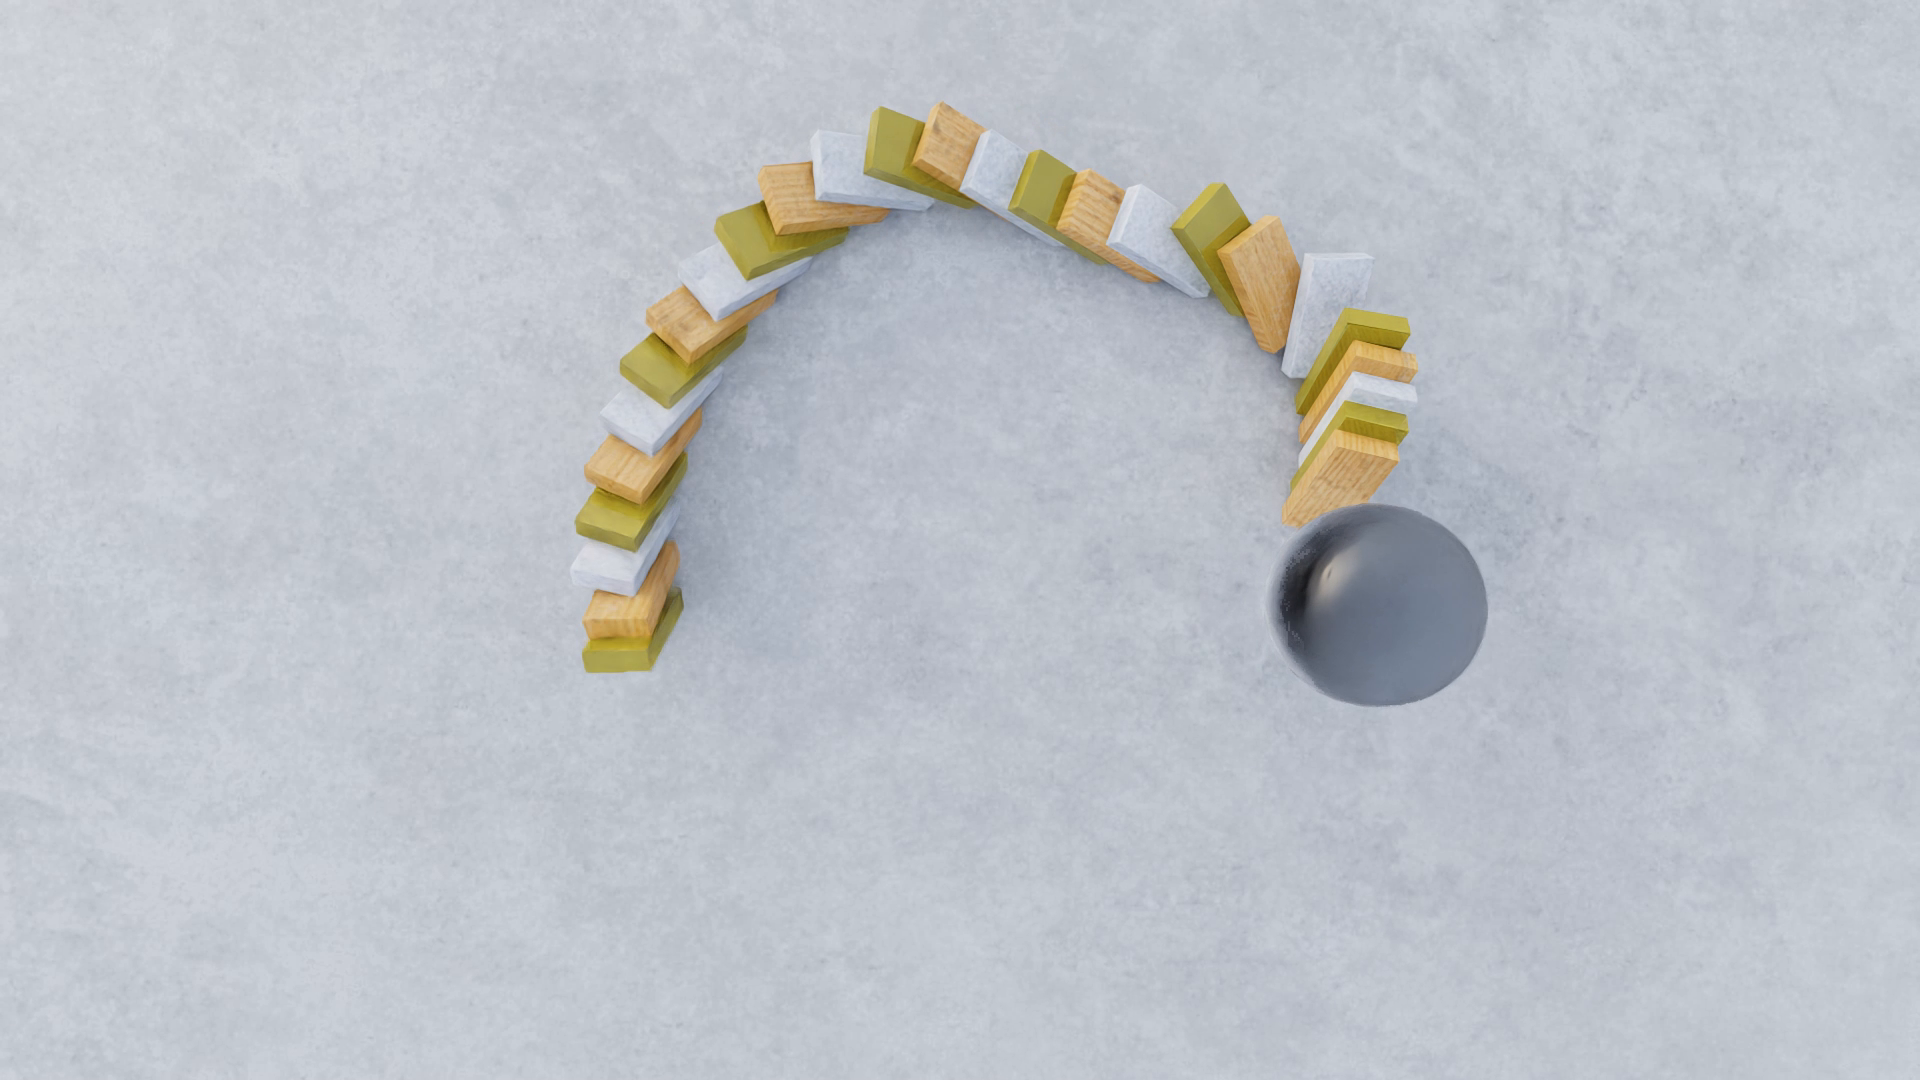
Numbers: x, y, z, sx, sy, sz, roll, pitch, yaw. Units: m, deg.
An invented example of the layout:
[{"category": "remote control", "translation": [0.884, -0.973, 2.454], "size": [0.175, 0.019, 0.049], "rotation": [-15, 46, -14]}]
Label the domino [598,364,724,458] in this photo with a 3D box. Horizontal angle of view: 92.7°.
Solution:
[{"category": "domino", "translation": [-0.124, -0.060, 0.383], "size": [0.025, 0.009, 0.050], "rotation": [30, 58, 0]}]

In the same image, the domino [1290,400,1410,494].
[{"category": "domino", "translation": [0.159, -0.034, 0.377], "size": [0.025, 0.050, 0.010], "rotation": [13, 53, 0]}]

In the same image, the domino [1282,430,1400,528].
[{"category": "domino", "translation": [0.155, -0.022, 0.377], "size": [0.025, 0.050, 0.010], "rotation": [13, 53, 0]}]

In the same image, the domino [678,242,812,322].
[{"category": "domino", "translation": [-0.090, -0.115, 0.384], "size": [0.050, 0.009, 0.025], "rotation": [-40, 90, -29]}]

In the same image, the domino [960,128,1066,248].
[{"category": "domino", "translation": [0.027, -0.146, 0.384], "size": [0.050, 0.009, 0.025], "rotation": [21, 90, -28]}]

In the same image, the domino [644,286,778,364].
[{"category": "domino", "translation": [-0.103, -0.098, 0.384], "size": [0.025, 0.010, 0.050], "rotation": [43, 60, 0]}]

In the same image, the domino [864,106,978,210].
[{"category": "domino", "translation": [-0.014, -0.159, 0.384], "size": [0.050, 0.010, 0.025], "rotation": [8, 89, -28]}]

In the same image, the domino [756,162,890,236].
[{"category": "domino", "translation": [-0.057, -0.144, 0.384], "size": [0.050, 0.009, 0.025], "rotation": [-19, 90, -30]}]

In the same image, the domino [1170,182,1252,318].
[{"category": "domino", "translation": [0.112, -0.121, 0.383], "size": [0.025, 0.009, 0.050], "rotation": [-48, 119, -1]}]

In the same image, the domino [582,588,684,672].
[{"category": "domino", "translation": [-0.133, 0.036, 0.375], "size": [0.025, 0.050, 0.009], "rotation": [-2, 116, 0]}]

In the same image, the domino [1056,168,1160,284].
[{"category": "domino", "translation": [0.067, -0.131, 0.385], "size": [0.050, 0.010, 0.025], "rotation": [21, 90, -27]}]

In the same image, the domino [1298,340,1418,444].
[{"category": "domino", "translation": [0.163, -0.057, 0.377], "size": [0.025, 0.050, 0.009], "rotation": [13, 53, 0]}]

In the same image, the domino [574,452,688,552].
[{"category": "domino", "translation": [-0.135, -0.020, 0.381], "size": [0.025, 0.010, 0.050], "rotation": [18, 51, 0]}]

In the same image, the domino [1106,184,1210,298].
[{"category": "domino", "translation": [0.087, -0.125, 0.385], "size": [0.050, 0.010, 0.025], "rotation": [21, 90, -27]}]

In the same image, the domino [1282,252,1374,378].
[{"category": "domino", "translation": [0.153, -0.093, 0.382], "size": [0.025, 0.010, 0.050], "rotation": [-2, 121, -5]}]

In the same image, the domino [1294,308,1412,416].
[{"category": "domino", "translation": [0.160, -0.071, 0.377], "size": [0.025, 0.050, 0.010], "rotation": [10, 53, 0]}]

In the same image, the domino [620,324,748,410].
[{"category": "domino", "translation": [-0.115, -0.080, 0.383], "size": [0.025, 0.009, 0.050], "rotation": [37, 59, 0]}]

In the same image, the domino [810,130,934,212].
[{"category": "domino", "translation": [-0.036, -0.154, 0.384], "size": [0.050, 0.009, 0.025], "rotation": [-6, 90, -29]}]

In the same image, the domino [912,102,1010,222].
[{"category": "domino", "translation": [0.007, -0.158, 0.384], "size": [0.050, 0.010, 0.025], "rotation": [20, 87, -28]}]

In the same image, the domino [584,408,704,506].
[{"category": "domino", "translation": [-0.131, -0.040, 0.382], "size": [0.025, 0.010, 0.050], "rotation": [24, 55, 0]}]

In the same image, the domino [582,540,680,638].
[{"category": "domino", "translation": [-0.134, 0.019, 0.377], "size": [0.025, 0.050, 0.009], "rotation": [-2, 127, 0]}]

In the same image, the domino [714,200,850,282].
[{"category": "domino", "translation": [-0.074, -0.130, 0.384], "size": [0.050, 0.010, 0.025], "rotation": [-33, 90, -28]}]

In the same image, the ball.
[{"category": "ball", "translation": [0.161, 0.025, 0.360], "size": [0.080, 0.080, 0.080], "rotation": [0, 90, 0]}]

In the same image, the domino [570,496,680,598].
[{"category": "domino", "translation": [-0.137, 0.000, 0.379], "size": [0.025, 0.050, 0.009], "rotation": [12, 135, 0]}]

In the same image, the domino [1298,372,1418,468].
[{"category": "domino", "translation": [0.162, -0.045, 0.377], "size": [0.025, 0.050, 0.010], "rotation": [13, 53, 0]}]

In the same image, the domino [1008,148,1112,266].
[{"category": "domino", "translation": [0.047, -0.139, 0.384], "size": [0.050, 0.009, 0.025], "rotation": [21, 90, -27]}]

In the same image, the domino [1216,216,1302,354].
[{"category": "domino", "translation": [0.130, -0.107, 0.384], "size": [0.025, 0.010, 0.050], "rotation": [-37, 119, 0]}]
